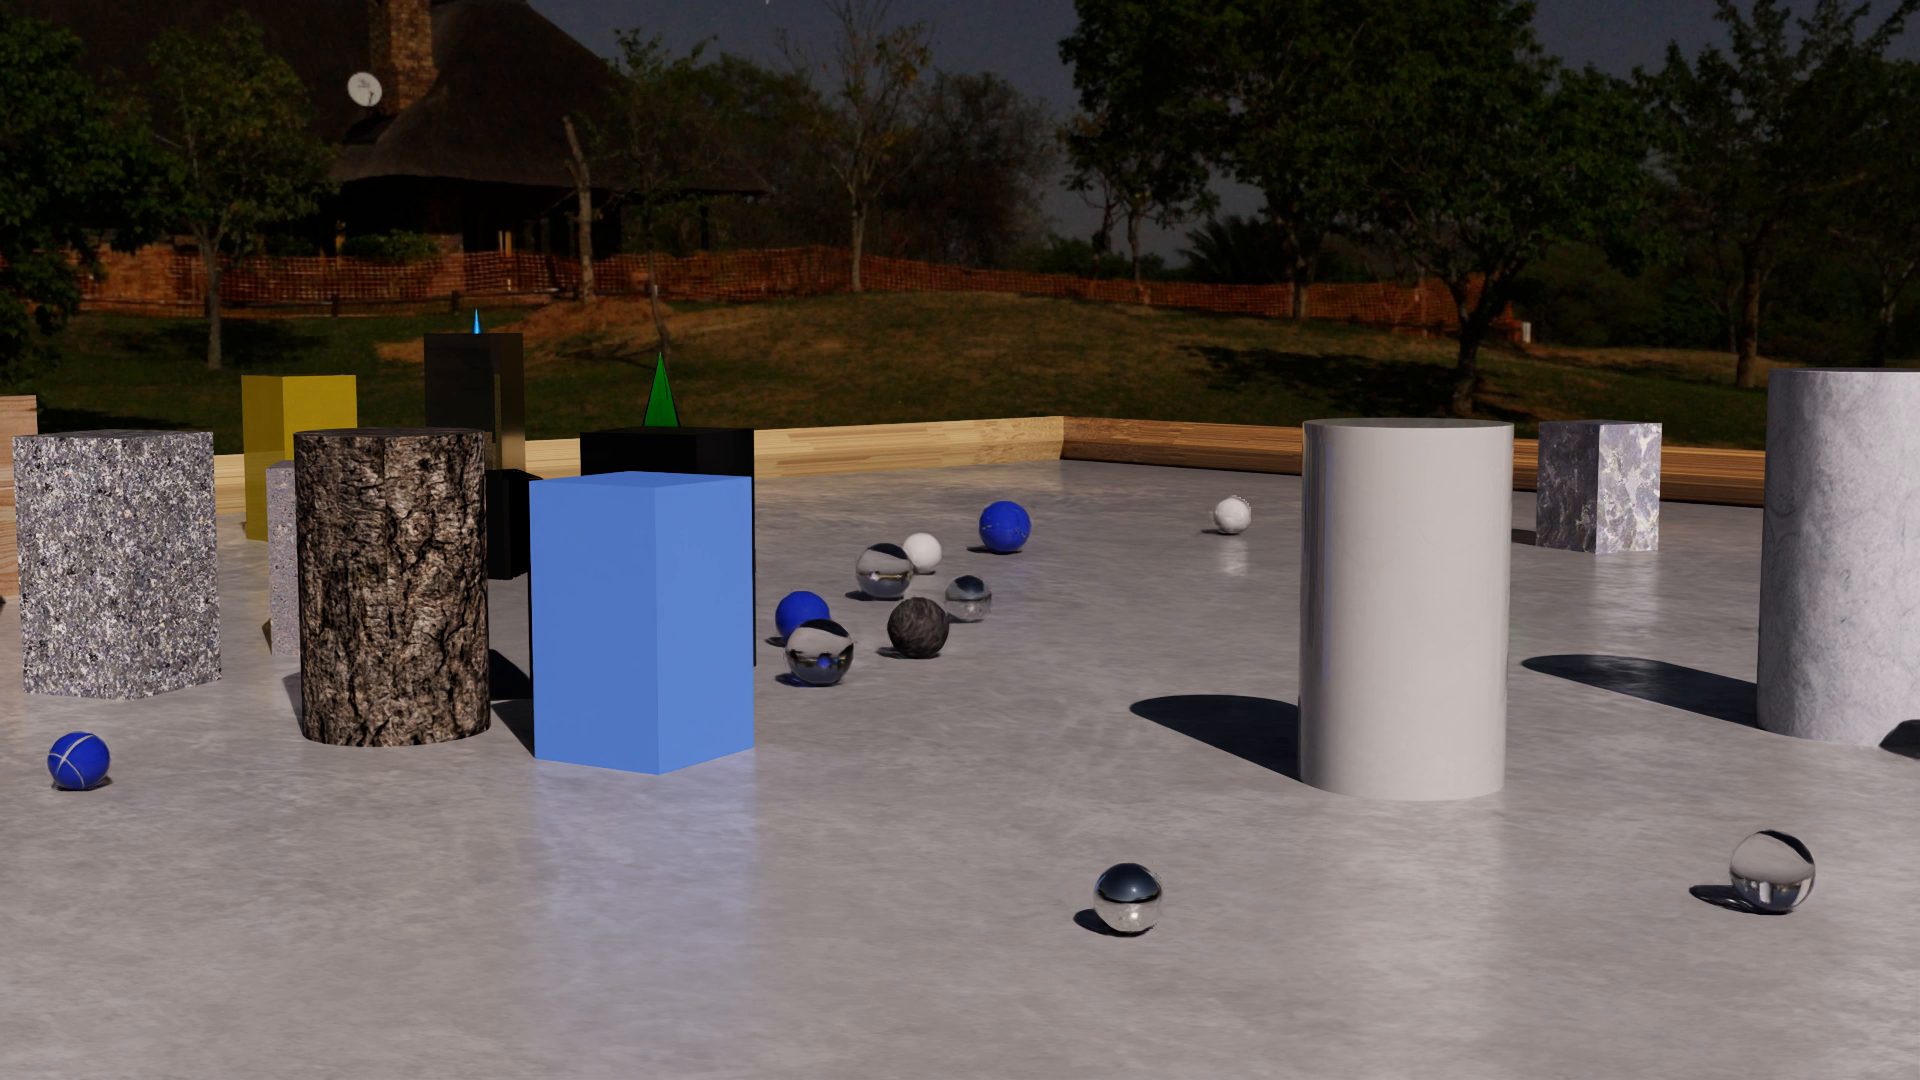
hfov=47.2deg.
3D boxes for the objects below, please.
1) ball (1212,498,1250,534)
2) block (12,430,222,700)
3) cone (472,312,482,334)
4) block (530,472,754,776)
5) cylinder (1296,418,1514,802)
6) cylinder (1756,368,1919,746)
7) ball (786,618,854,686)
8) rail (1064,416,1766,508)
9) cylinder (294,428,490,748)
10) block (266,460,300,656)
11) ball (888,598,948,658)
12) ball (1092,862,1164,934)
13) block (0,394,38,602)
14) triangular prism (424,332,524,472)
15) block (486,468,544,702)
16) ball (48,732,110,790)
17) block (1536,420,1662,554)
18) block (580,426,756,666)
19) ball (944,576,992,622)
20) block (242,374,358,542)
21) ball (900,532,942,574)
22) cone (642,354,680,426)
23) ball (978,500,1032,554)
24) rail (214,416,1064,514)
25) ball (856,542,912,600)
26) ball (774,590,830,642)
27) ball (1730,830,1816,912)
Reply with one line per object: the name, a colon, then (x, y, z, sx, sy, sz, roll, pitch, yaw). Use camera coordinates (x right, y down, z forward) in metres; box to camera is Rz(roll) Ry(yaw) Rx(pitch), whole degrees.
ball: (0.538, -0.047, 4.363, 0.073, 0.073, 0.073, 0, 6, 0)
block: (-0.991, 0.024, 2.594, 0.156, 0.299, 0.156, 2, 6, 20)
cone: (-1.027, -0.270, 4.691, 0.194, 0.447, 0.194, 0, 6, 0)
block: (-0.316, 0.077, 2.201, 0.156, 0.277, 0.156, 4, 7, 30)
cylinder: (0.419, 0.059, 2.077, 0.194, 0.339, 0.194, 0, 6, 0)
cylinder: (0.952, 0.011, 2.326, 0.194, 0.381, 0.194, 0, 6, 0)
ball: (-0.166, 0.133, 2.607, 0.080, 0.080, 0.080, 0, 6, 0)
rail: (1.769, -0.137, 4.955, 0.045, 0.126, 4.359, -5, 8, -42)
cylinder: (-0.599, 0.044, 2.325, 0.194, 0.316, 0.194, 0, 6, 0)
block: (-0.824, 0.020, 2.912, 0.156, 0.242, 0.156, -1, 6, -10)
ball: (-0.053, 0.112, 2.815, 0.078, 0.078, 0.078, 0, 6, 0)
ball: (0.120, 0.256, 1.574, 0.051, 0.051, 0.051, 0, 6, 0)
block: (-1.531, -0.064, 3.377, 0.156, 0.313, 0.156, 3, 7, 29)
triangular prism: (-0.799, -0.151, 3.763, 0.168, 0.404, 0.146, 4, 7, 32)
block: (-0.577, 0.051, 2.561, 0.156, 0.253, 0.156, -2, 6, -22)
ball: (-0.819, 0.205, 2.044, 0.054, 0.054, 0.054, 0, 6, 0)
block: (1.193, -0.103, 4.111, 0.156, 0.235, 0.156, -3, 7, -29)
block: (-0.355, 0.014, 2.695, 0.156, 0.298, 0.156, 2, 6, 20)
ball: (0.011, 0.084, 3.138, 0.067, 0.067, 0.067, 0, 6, 0)
block: (-1.280, -0.161, 4.270, 0.156, 0.318, 0.156, 6, 8, 43)
ball: (-0.066, 0.023, 3.705, 0.071, 0.071, 0.071, 0, 6, 0)
cone: (-0.534, -0.152, 3.939, 0.194, 0.369, 0.194, 0, 6, 0)
ball: (0.082, -0.024, 4.024, 0.097, 0.097, 0.097, 0, 6, 0)
rail: (-1.462, -0.132, 4.908, 4.862, 0.126, 0.045, -5, 8, -42)
ball: (-0.116, 0.048, 3.376, 0.088, 0.088, 0.088, 0, 6, 0)
ball: (-0.208, 0.104, 2.910, 0.074, 0.074, 0.074, 0, 6, 0)
ball: (0.602, 0.245, 1.630, 0.060, 0.060, 0.060, 0, 6, 0)
